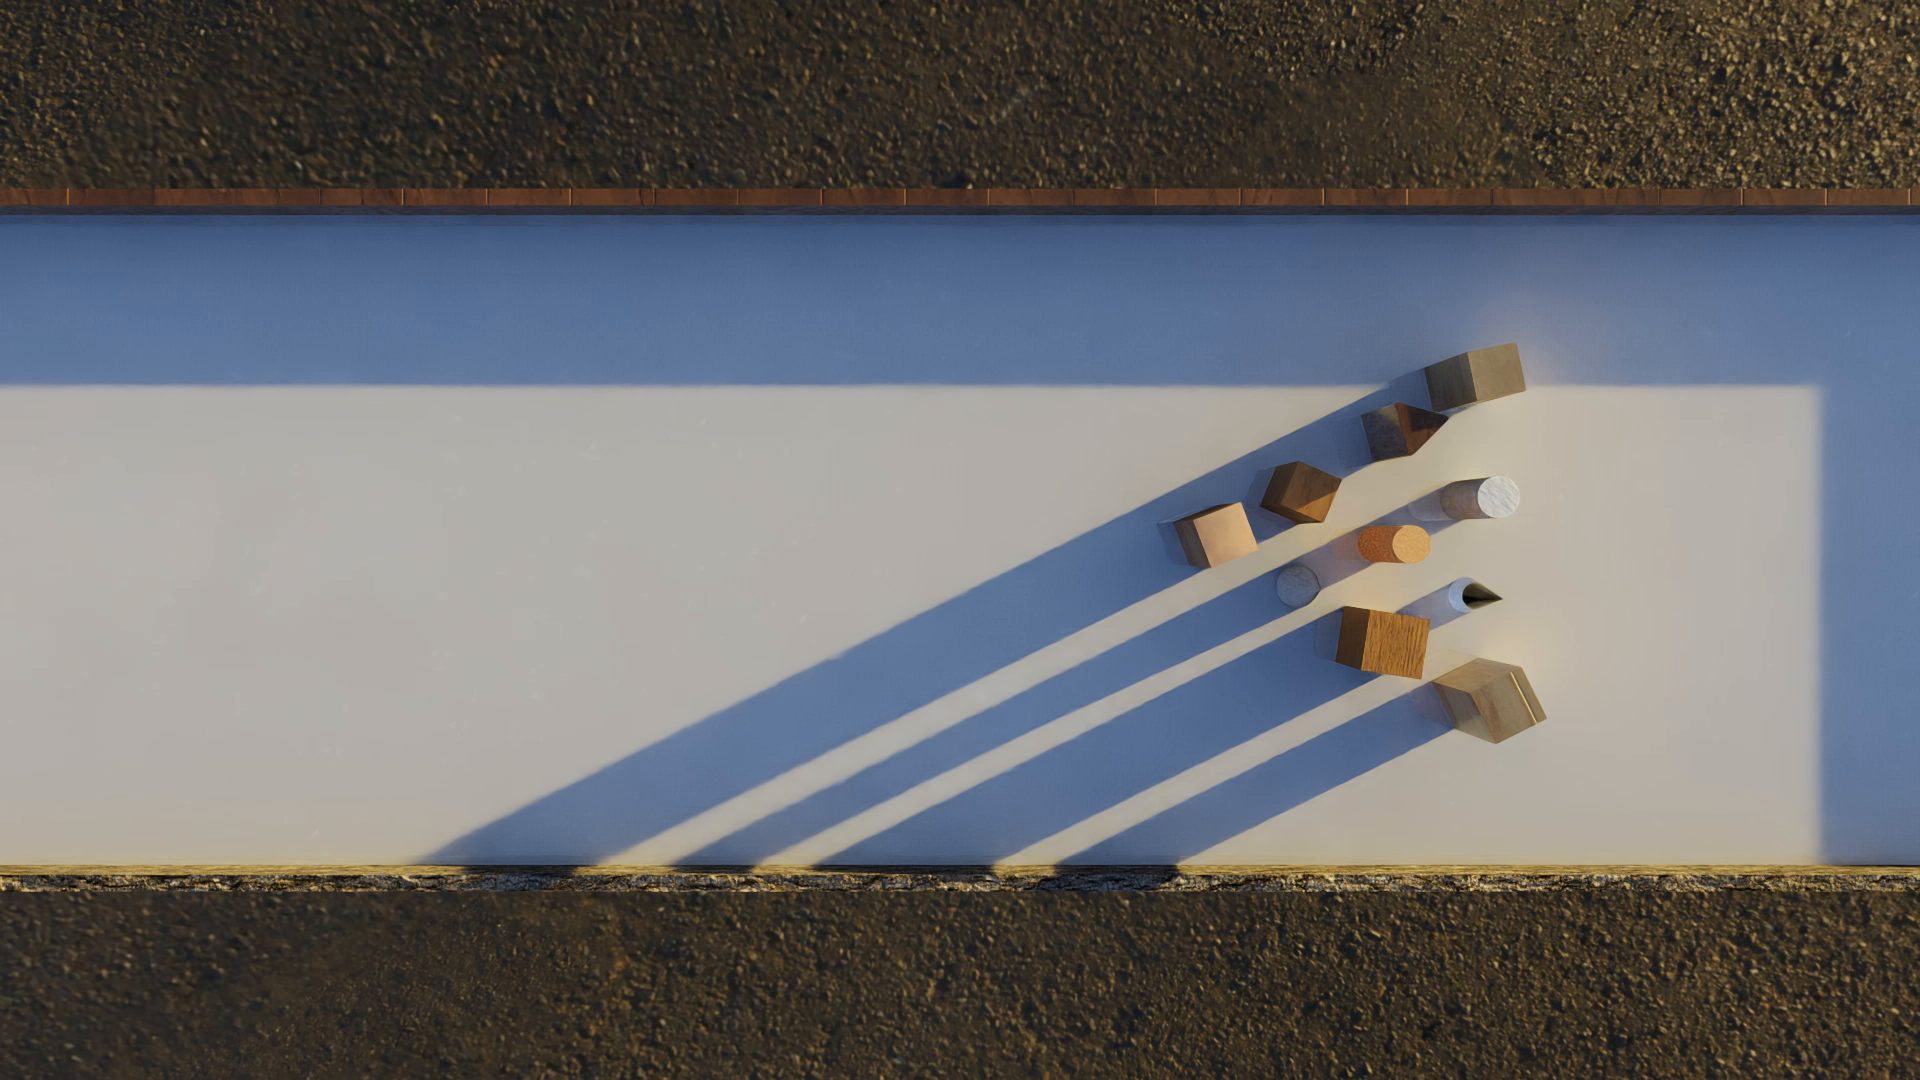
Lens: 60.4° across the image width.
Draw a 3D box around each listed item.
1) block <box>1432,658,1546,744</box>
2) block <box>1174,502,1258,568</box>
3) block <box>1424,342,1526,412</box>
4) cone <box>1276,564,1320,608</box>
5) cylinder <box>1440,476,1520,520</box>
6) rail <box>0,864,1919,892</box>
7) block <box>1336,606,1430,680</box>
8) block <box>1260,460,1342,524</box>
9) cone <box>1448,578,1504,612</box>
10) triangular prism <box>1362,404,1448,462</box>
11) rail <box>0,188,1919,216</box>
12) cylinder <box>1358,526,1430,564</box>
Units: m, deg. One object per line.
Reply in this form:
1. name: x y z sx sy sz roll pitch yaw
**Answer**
1. block: 1.560 0.471 4.883 0.164 0.388 0.164 -27 90 0
2. block: 0.748 -0.014 4.858 0.144 0.438 0.144 -21 90 0
3. block: 1.512 -0.475 4.860 0.142 0.432 0.142 -12 90 0
4. cone: 1.040 0.142 4.914 0.132 0.325 0.132 0 90 0
5. cylinder: 1.538 -0.123 4.893 0.120 0.367 0.120 0 90 0
6. rail: -2.247 1.025 5.001 12.000 0.150 0.050 0 90 0
7. block: 1.256 0.302 4.915 0.176 0.324 0.176 9 90 0
8. block: 1.010 -0.139 4.910 0.135 0.333 0.135 23 90 0
9. cone: 1.557 0.169 4.900 0.109 0.352 0.109 0 90 0
10. triangular prism: 1.283 -0.340 4.873 0.153 0.407 0.132 -45 90 0
11. rail: -2.247 -1.025 5.002 12.000 0.150 0.050 0 90 0
12. cylinder: 1.280 0.013 4.874 0.109 0.404 0.109 0 90 0
